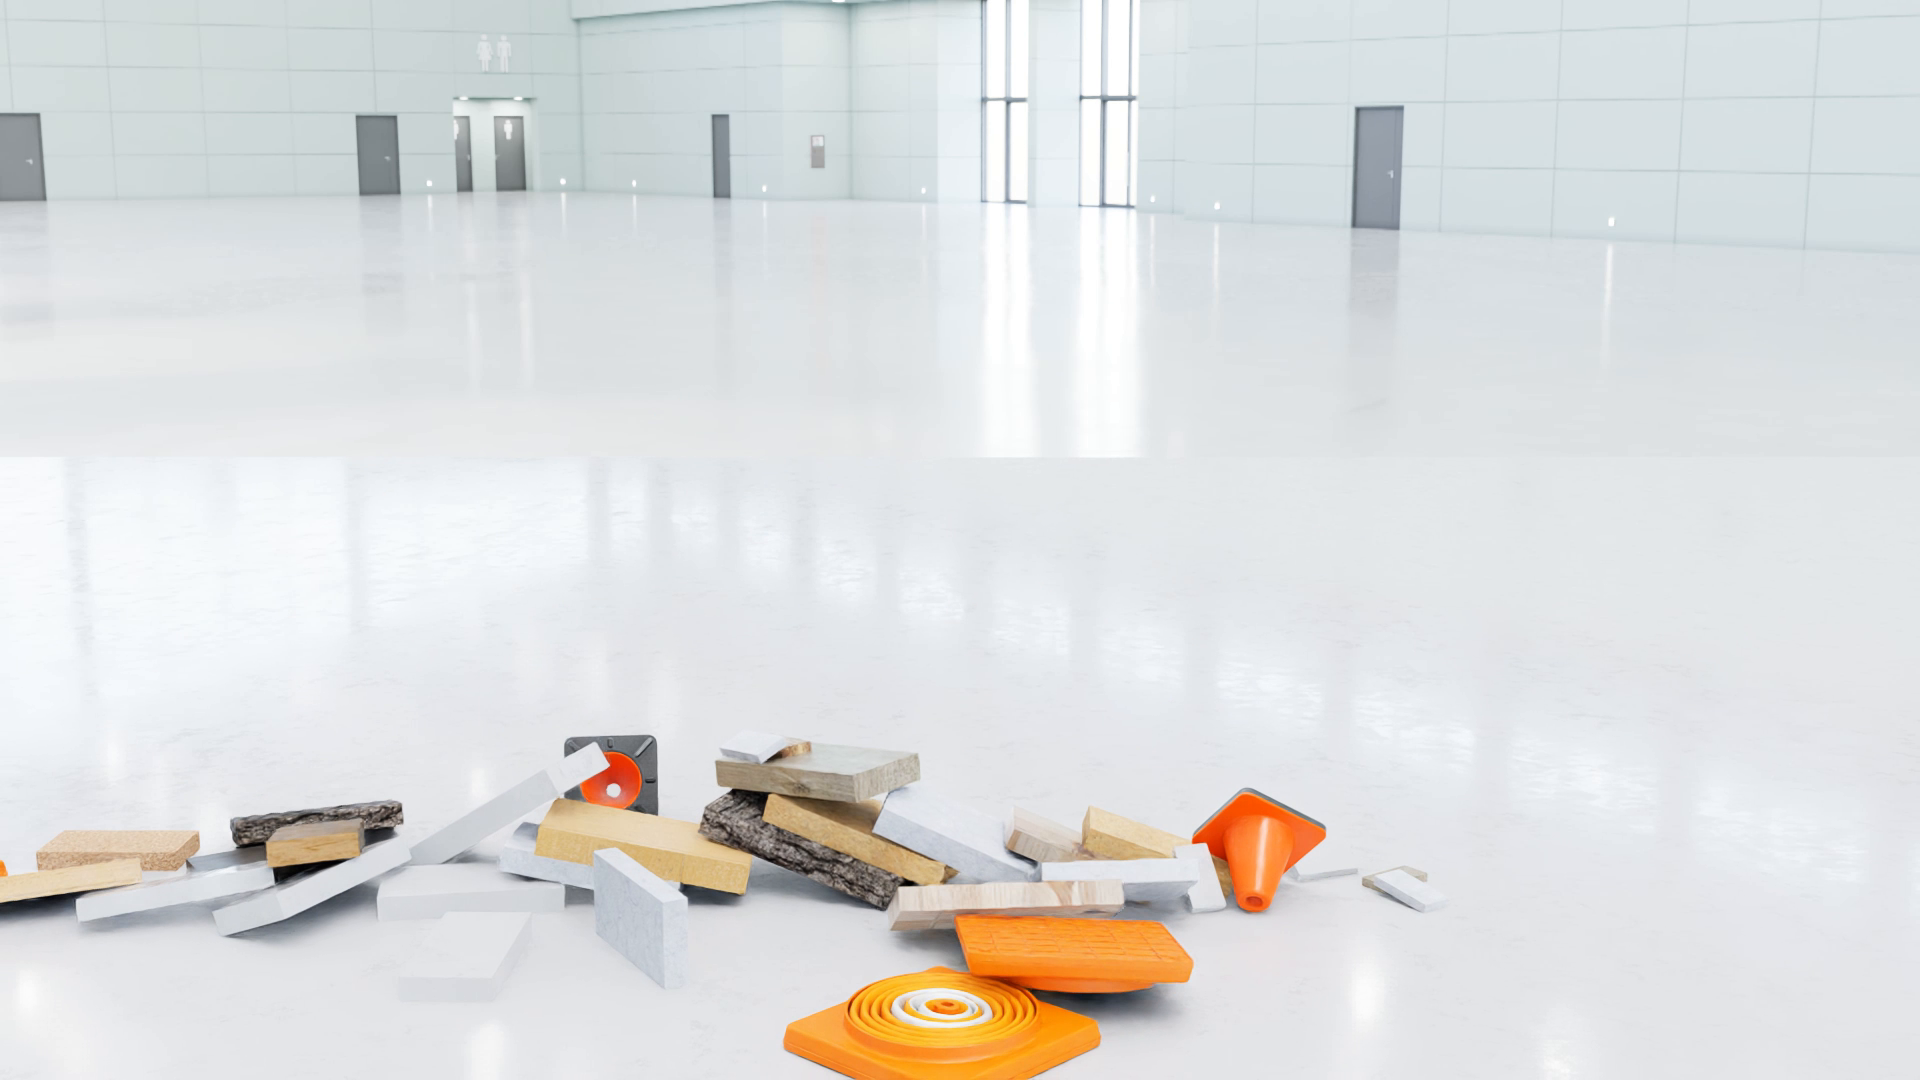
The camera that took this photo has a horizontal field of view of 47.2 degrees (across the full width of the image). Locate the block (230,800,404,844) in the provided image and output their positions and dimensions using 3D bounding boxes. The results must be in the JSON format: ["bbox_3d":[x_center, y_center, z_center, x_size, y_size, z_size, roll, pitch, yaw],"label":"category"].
[{"bbox_3d":[-1.151,0.504,3.935,0.283,0.040,0.141,-5,-2,-23],"label":"block"}]

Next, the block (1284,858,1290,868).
[{"bbox_3d":[0.617,0.556,3.812,0.104,0.015,0.052,-8,13,-37],"label":"block"}]

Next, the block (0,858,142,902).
[{"bbox_3d":[-1.495,0.562,3.596,0.283,0.040,0.141,-5,-6,-26],"label":"block"}]

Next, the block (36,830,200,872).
[{"bbox_3d":[-1.467,0.541,3.837,0.239,0.034,0.120,0,11,0],"label":"block"}]

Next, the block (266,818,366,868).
[{"bbox_3d":[-1.069,0.502,3.660,0.141,0.040,0.283,-5,-1,-14],"label":"block"}]

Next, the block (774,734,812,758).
[{"bbox_3d":[-0.314,0.353,3.782,0.060,0.017,0.120,-11,9,-37],"label":"block"}]

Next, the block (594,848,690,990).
[{"bbox_3d":[-0.491,0.576,3.369,0.039,0.136,0.273,-6,12,-31],"label":"block"}]

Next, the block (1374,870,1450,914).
[{"bbox_3d":[0.746,0.580,3.633,0.058,0.016,0.116,-7,21,-34],"label":"block"}]

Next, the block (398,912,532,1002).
[{"bbox_3d":[-0.747,0.631,3.342,0.136,0.039,0.273,0,11,1],"label":"block"}]

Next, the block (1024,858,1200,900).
[{"bbox_3d":[0.241,0.546,3.519,0.255,0.036,0.127,0,-22,-12],"label":"block"}]

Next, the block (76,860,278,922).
[{"bbox_3d":[-1.262,0.565,3.558,0.299,0.034,0.120,-9,-1,-15],"label":"block"}]

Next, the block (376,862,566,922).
[{"bbox_3d":[-0.802,0.576,3.628,0.295,0.042,0.148,-2,11,-9],"label":"block"}]

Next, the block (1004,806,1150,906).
[{"bbox_3d":[0.199,0.524,3.657,0.255,0.036,0.127,23,10,-4],"label":"block"}]

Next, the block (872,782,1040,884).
[{"bbox_3d":[0.023,0.501,3.650,0.323,0.046,0.162,24,16,0],"label":"block"}]

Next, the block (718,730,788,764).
[{"bbox_3d":[-0.353,0.351,3.747,0.060,0.017,0.120,-34,22,-33],"label":"block"}]

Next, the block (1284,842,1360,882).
[{"bbox_3d":[0.619,0.550,3.763,0.116,0.016,0.058,-4,43,-20],"label":"block"}]

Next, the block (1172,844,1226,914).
[{"bbox_3d":[0.392,0.555,3.612,0.058,0.016,0.116,-3,53,-17],"label":"block"}]

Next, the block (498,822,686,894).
[{"bbox_3d":[-0.603,0.538,3.663,0.295,0.042,0.148,12,9,0],"label":"block"}]

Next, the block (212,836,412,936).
[{"bbox_3d":[-1.046,0.559,3.565,0.148,0.042,0.295,-18,2,29],"label":"block"}]

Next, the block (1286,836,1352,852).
[{"bbox_3d":[0.625,0.538,3.827,0.104,0.015,0.052,-6,12,-27],"label":"block"}]

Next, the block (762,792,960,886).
[{"bbox_3d":[-0.152,0.487,3.695,0.323,0.046,0.162,20,14,15],"label":"block"}]

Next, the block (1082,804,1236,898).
[{"bbox_3d":[0.332,0.523,3.703,0.255,0.036,0.127,19,11,-1],"label":"block"}]

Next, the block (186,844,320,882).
[{"bbox_3d":[-1.184,0.556,3.760,0.239,0.034,0.120,-7,13,-33],"label":"block"}]

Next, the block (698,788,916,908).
[{"bbox_3d":[-0.245,0.509,3.700,0.347,0.049,0.174,20,14,14],"label":"block"}]

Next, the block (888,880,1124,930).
[{"bbox_3d":[0.070,0.573,3.452,0.351,0.039,0.136,0,-22,-9],"label":"block"}]

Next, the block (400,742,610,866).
[{"bbox_3d":[-0.778,0.462,3.742,0.347,0.049,0.174,-30,-1,22],"label":"block"}]

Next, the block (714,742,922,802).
[{"bbox_3d":[-0.242,0.387,3.711,0.323,0.046,0.162,1,9,40],"label":"block"}]

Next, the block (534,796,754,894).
[{"bbox_3d":[-0.519,0.508,3.665,0.347,0.049,0.174,11,9,-3],"label":"block"}]

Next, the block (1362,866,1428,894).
[{"bbox_3d":[0.735,0.573,3.717,0.104,0.015,0.052,-8,13,-36],"label":"block"}]
